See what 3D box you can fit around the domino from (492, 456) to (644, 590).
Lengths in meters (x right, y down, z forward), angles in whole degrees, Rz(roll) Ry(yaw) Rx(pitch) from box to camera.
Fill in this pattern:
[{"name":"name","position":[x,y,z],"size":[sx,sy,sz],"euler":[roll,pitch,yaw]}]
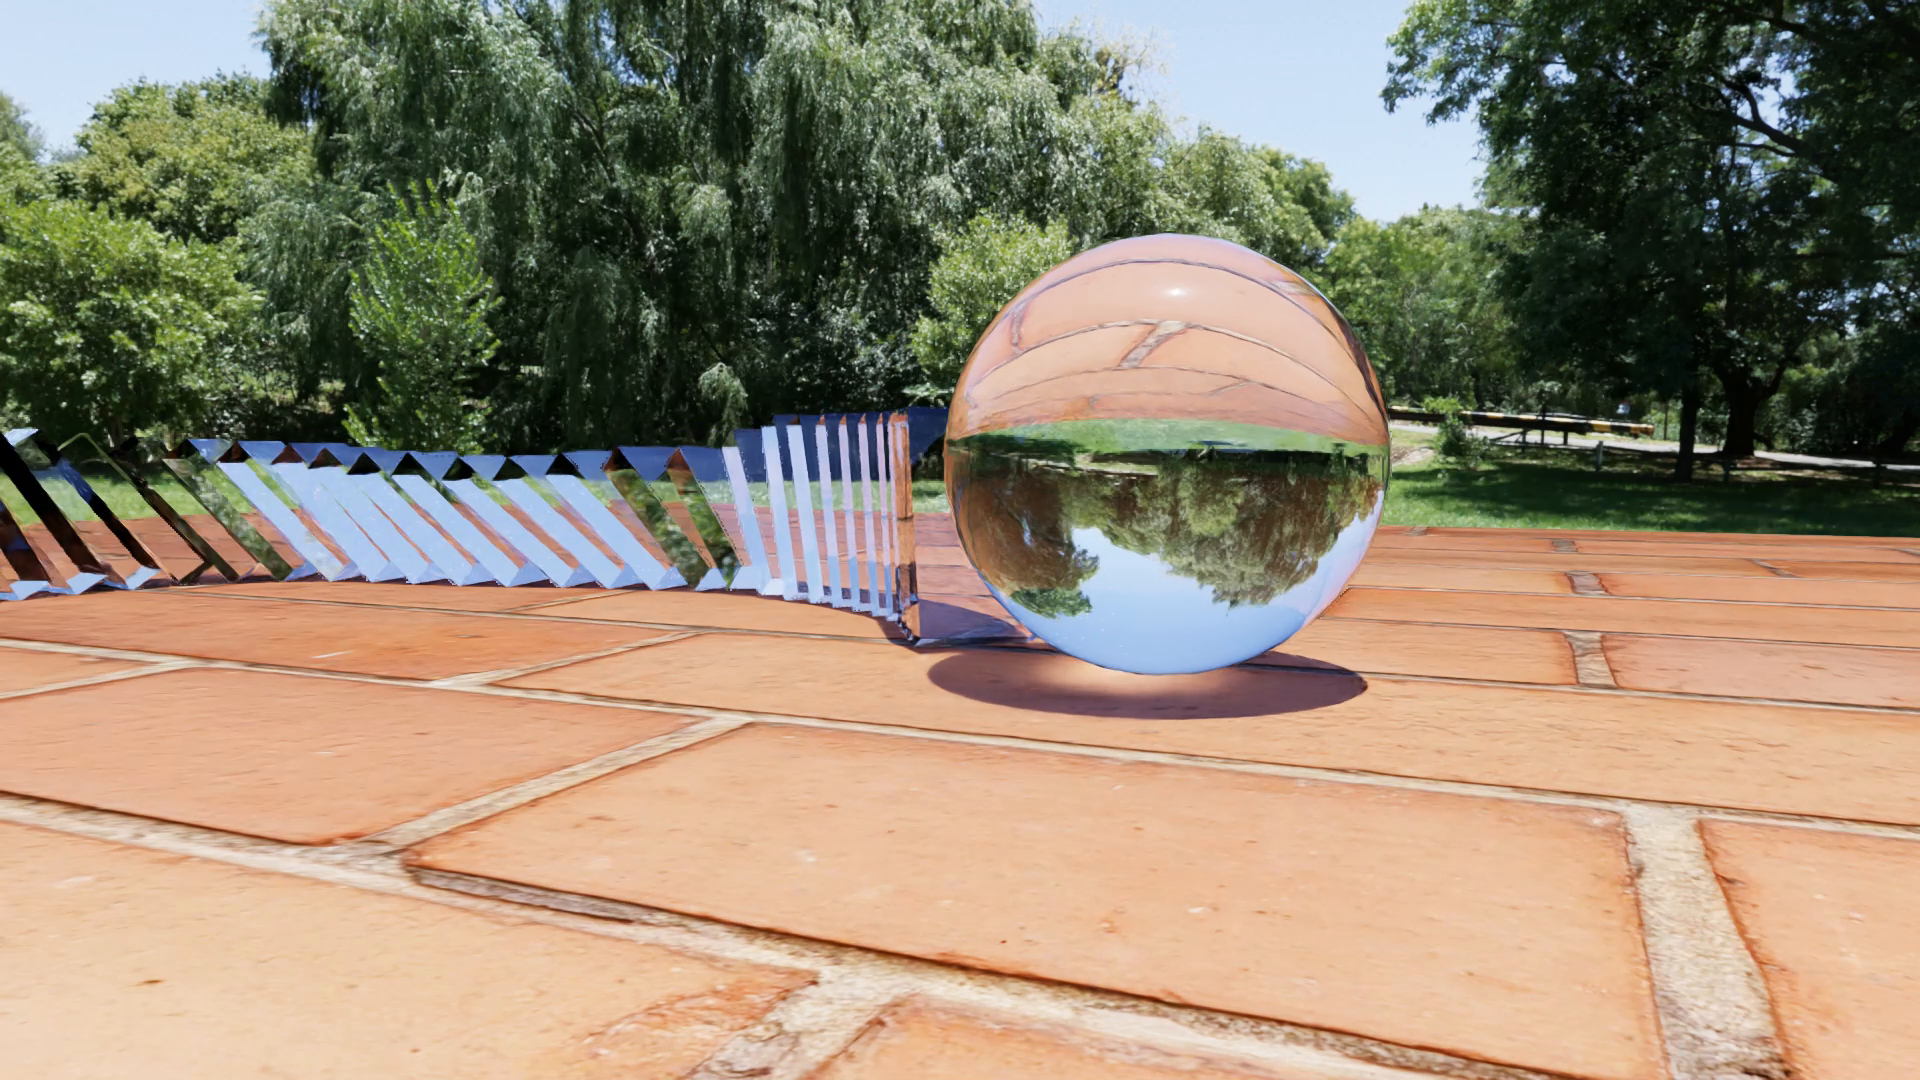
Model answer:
[{"name":"domino","position":[-0.115,-0.006,0.391],"size":[0.050,0.009,0.025],"euler":[41,14,10]}]

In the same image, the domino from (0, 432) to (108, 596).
[{"name":"domino","position":[-0.264,-0.008,0.358],"size":[0.025,0.050,0.009],"euler":[3,36,31]}]

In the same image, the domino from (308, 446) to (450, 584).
[{"name":"domino","position":[-0.178,-0.009,0.404],"size":[0.050,0.010,0.025],"euler":[46,12,6]}]

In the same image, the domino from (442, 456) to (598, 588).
[{"name":"domino","position":[-0.131,-0.006,0.393],"size":[0.050,0.009,0.025],"euler":[40,11,6]}]

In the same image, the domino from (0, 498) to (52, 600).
[{"name":"domino","position":[-0.269,-0.008,0.345],"size":[0.025,0.050,0.009],"euler":[2,31,25]}]

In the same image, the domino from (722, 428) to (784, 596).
[{"name":"domino","position":[-0.050,-0.009,0.370],"size":[0.025,0.050,0.010],"euler":[-1,-31,-33]}]

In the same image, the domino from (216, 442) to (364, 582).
[{"name":"domino","position":[-0.208,-0.010,0.406],"size":[0.010,0.050,0.025],"euler":[-43,2,4]}]

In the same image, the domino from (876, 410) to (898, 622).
[{"name":"domino","position":[-0.006,-0.006,0.312],"size":[0.025,0.050,0.010],"euler":[-1,-14,-12]}]

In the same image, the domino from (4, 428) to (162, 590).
[{"name":"domino","position":[-0.257,-0.009,0.371],"size":[0.025,0.050,0.009],"euler":[4,40,39]}]

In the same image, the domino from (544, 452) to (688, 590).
[{"name":"domino","position":[-0.099,-0.007,0.388],"size":[0.050,0.009,0.025],"euler":[44,17,12]}]

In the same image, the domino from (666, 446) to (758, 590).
[{"name":"domino","position":[-0.066,-0.007,0.382],"size":[0.025,0.010,0.050],"euler":[1,44,-43]}]

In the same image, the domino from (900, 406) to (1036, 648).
[{"name":"domino","position":[0.002,-0.003,0.273],"size":[0.025,0.050,0.009],"euler":[-1,-14,-11]}]

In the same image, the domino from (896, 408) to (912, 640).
[{"name":"domino","position":[0.000,-0.004,0.283],"size":[0.025,0.050,0.010],"euler":[-1,-14,-11]}]

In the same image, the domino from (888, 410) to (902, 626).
[{"name":"domino","position":[-0.003,-0.005,0.303],"size":[0.025,0.050,0.009],"euler":[-1,-14,-11]}]

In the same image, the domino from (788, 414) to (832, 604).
[{"name":"domino","position":[-0.031,-0.009,0.349],"size":[0.025,0.050,0.010],"euler":[-2,-13,-29]}]

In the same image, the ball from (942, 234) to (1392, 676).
[{"name":"ball","position":[0.037,-0.015,0.235],"size":[0.080,0.080,0.080],"euler":[0,4,0]}]

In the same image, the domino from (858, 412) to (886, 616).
[{"name":"domino","position":[-0.011,-0.007,0.322],"size":[0.025,0.050,0.009],"euler":[-1,-14,-16]}]

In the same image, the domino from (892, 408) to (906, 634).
[{"name":"domino","position":[-0.001,-0.005,0.293],"size":[0.025,0.050,0.009],"euler":[-1,-14,-11]}]

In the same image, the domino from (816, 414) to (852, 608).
[{"name":"domino","position":[-0.023,-0.008,0.340],"size":[0.025,0.050,0.009],"euler":[-2,-14,-21]}]

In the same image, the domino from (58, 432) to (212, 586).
[{"name":"domino","position":[-0.248,-0.009,0.384],"size":[0.010,0.050,0.025],"euler":[-46,29,-27]}]

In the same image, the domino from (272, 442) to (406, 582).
[{"name":"domino","position":[-0.192,-0.009,0.408],"size":[0.009,0.050,0.025],"euler":[-44,-6,12]}]

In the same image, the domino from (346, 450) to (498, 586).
[{"name":"domino","position":[-0.162,-0.007,0.398],"size":[0.050,0.010,0.025],"euler":[43,12,7]}]

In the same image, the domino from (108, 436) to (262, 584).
[{"name":"domino","position":[-0.237,-0.010,0.397],"size":[0.009,0.050,0.025],"euler":[-41,15,-12]}]

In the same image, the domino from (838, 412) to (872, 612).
[{"name":"domino","position":[-0.016,-0.008,0.331],"size":[0.025,0.050,0.010],"euler":[-1,-14,-17]}]

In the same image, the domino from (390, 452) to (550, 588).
[{"name":"domino","position":[-0.148,-0.007,0.395],"size":[0.050,0.009,0.025],"euler":[42,11,6]}]

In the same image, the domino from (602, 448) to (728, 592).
[{"name":"domino","position":[-0.083,-0.007,0.385],"size":[0.050,0.009,0.025],"euler":[49,25,19]}]

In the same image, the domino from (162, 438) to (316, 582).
[{"name":"domino","position":[-0.223,-0.010,0.404],"size":[0.009,0.050,0.025],"euler":[-41,7,-2]}]

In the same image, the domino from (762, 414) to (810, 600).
[{"name":"domino","position":[-0.039,-0.009,0.356],"size":[0.025,0.050,0.009],"euler":[-2,-13,-30]}]
